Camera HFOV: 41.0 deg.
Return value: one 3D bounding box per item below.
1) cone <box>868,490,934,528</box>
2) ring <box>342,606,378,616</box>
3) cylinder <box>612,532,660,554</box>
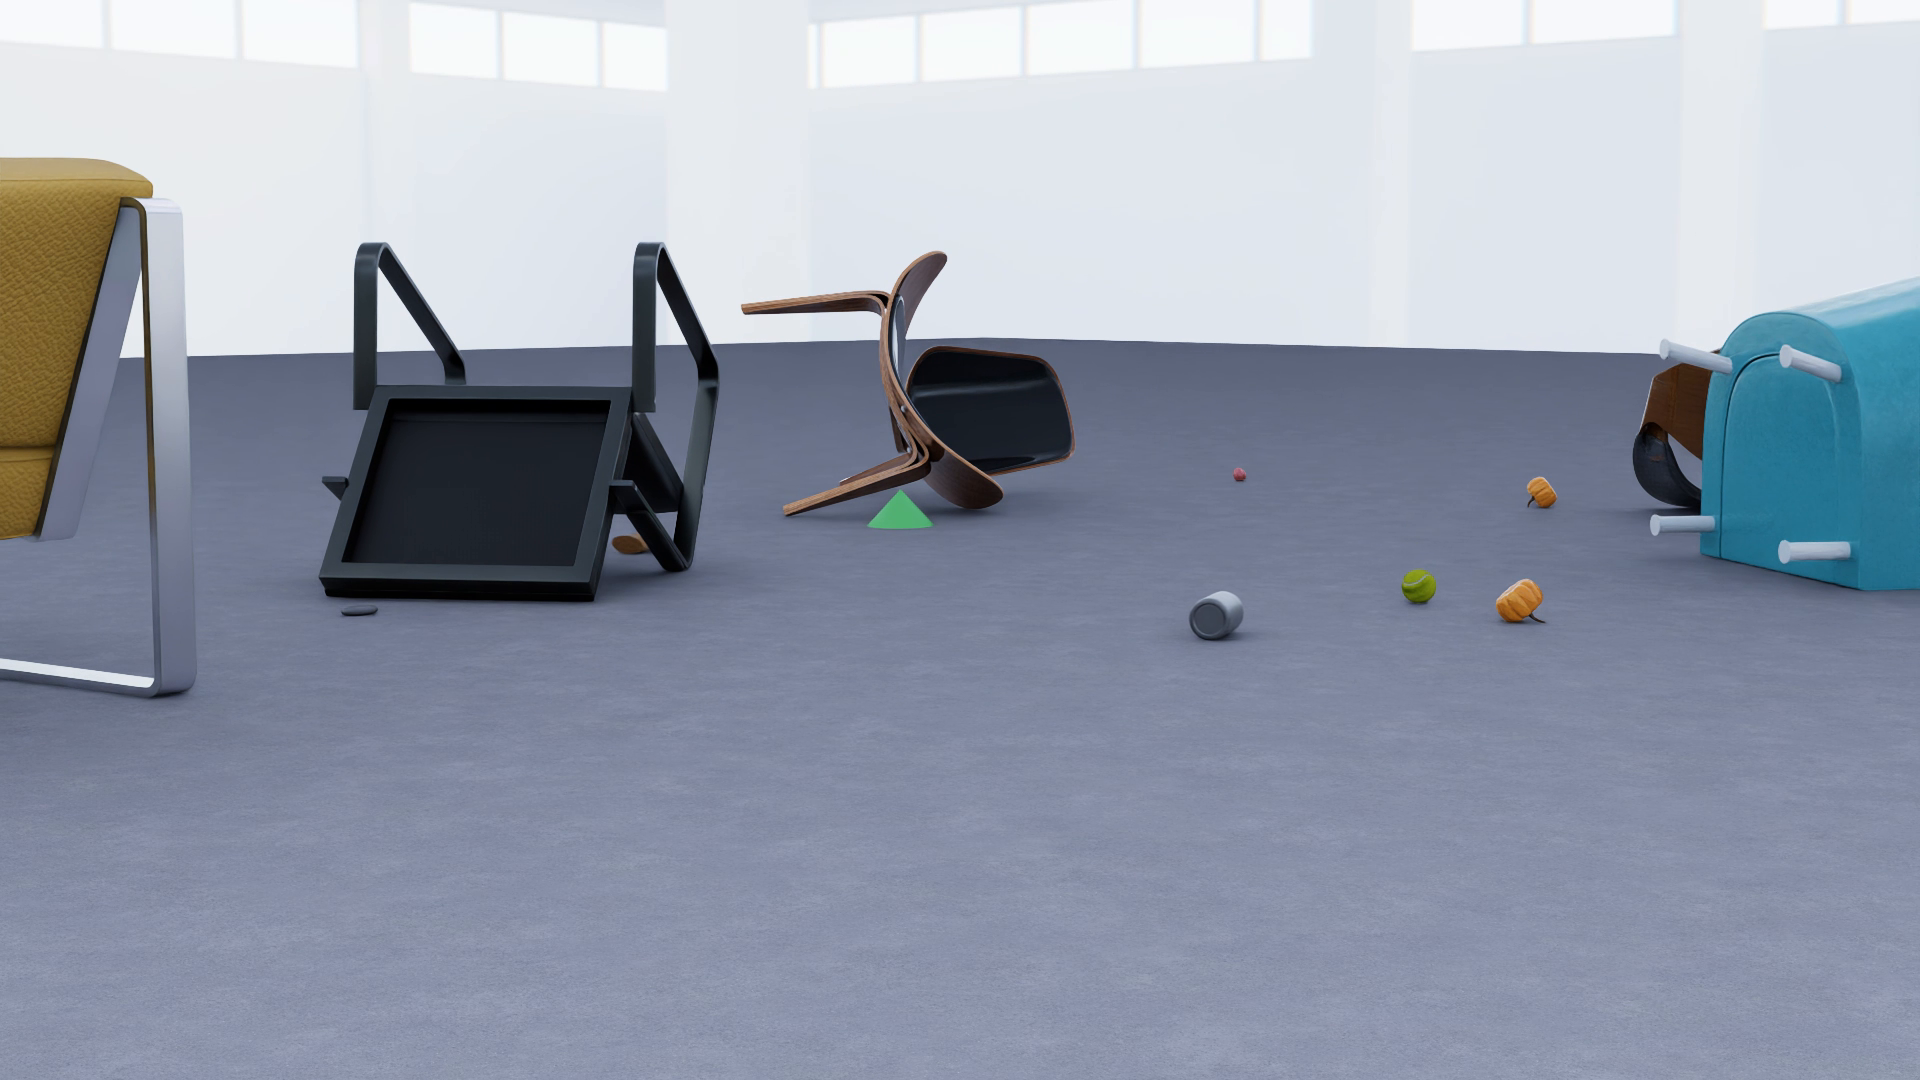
[{"bbox_3d":[-0.157,-0.087,6.786,0.170,0.096,0.187,5,8,39],"label":"cone"},{"bbox_3d":[-1.170,0.137,5.001,0.046,0.016,0.078,4,7,43],"label":"ring"},{"bbox_3d":[-0.776,0.006,6.137,0.082,0.043,0.093,7,8,18],"label":"cylinder"}]
